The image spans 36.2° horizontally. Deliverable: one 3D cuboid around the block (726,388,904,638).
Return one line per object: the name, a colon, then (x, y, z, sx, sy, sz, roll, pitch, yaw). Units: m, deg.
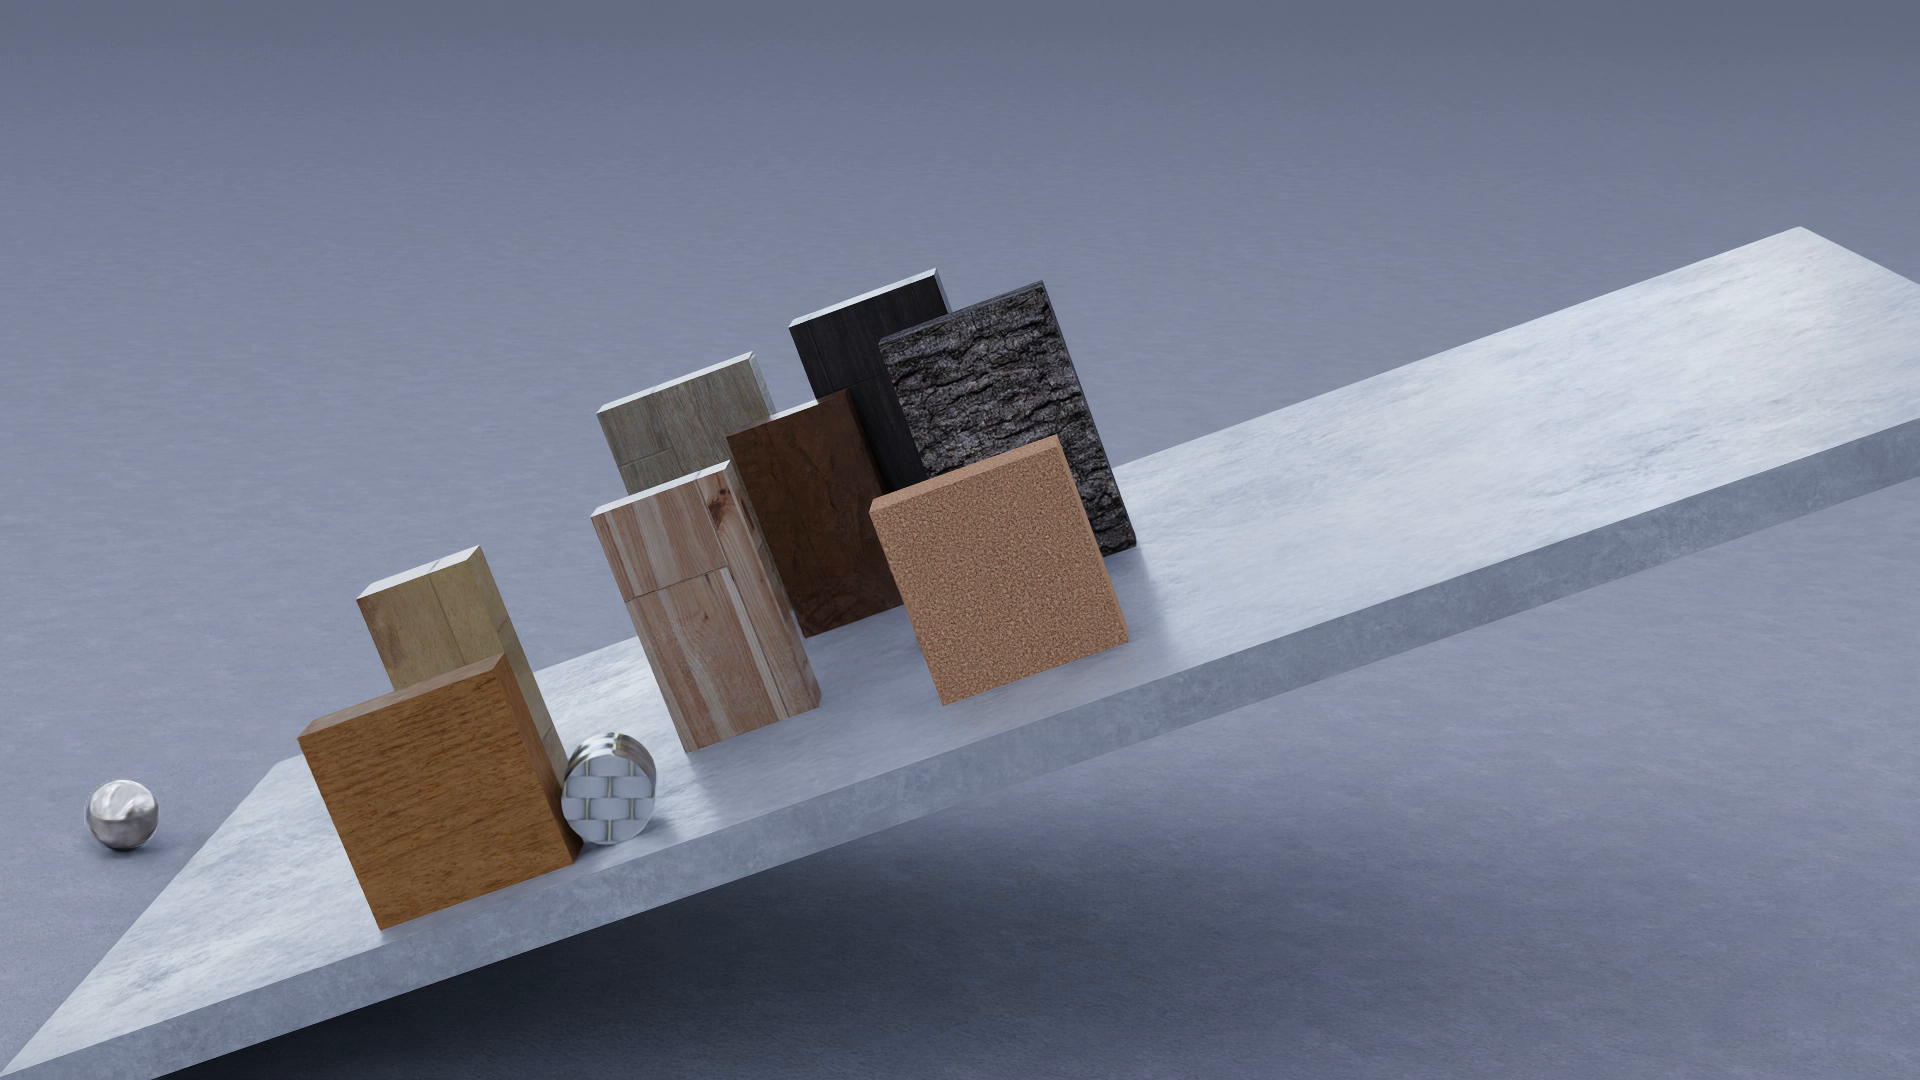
block: (-0.301, -0.059, 6.622, 0.284, 0.493, 0.085, -19, 11, 6)

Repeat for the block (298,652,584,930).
block: (-0.978, 0.475, 5.554, 0.396, 0.402, 0.121, -19, 11, 6)

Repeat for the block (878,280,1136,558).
block: (0.105, -0.212, 6.351, 0.371, 0.599, 0.103, -19, 11, 6)

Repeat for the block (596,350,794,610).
block: (-0.569, -0.098, 7.002, 0.384, 0.600, 0.115, -19, 11, 6)

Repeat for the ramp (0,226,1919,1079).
ramp: (0.115, 0.177, 6.297, 4.000, 0.100, 2.000, -19, 11, 6)

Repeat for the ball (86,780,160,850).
ball: (-2.022, 0.664, 7.104, 0.169, 0.169, 0.169, 0, 13, 0)

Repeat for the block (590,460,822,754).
block: (-0.514, 0.137, 5.996, 0.292, 0.527, 0.093, -19, 11, 6)

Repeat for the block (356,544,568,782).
block: (-1.031, 0.305, 6.139, 0.247, 0.521, 0.137, -19, 11, 6)

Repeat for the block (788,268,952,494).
block: (-0.105, -0.244, 6.713, 0.349, 0.662, 0.119, -19, 11, 6)

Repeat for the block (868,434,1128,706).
block: (0.077, 0.058, 5.641, 0.377, 0.403, 0.123, -19, 11, 6)
